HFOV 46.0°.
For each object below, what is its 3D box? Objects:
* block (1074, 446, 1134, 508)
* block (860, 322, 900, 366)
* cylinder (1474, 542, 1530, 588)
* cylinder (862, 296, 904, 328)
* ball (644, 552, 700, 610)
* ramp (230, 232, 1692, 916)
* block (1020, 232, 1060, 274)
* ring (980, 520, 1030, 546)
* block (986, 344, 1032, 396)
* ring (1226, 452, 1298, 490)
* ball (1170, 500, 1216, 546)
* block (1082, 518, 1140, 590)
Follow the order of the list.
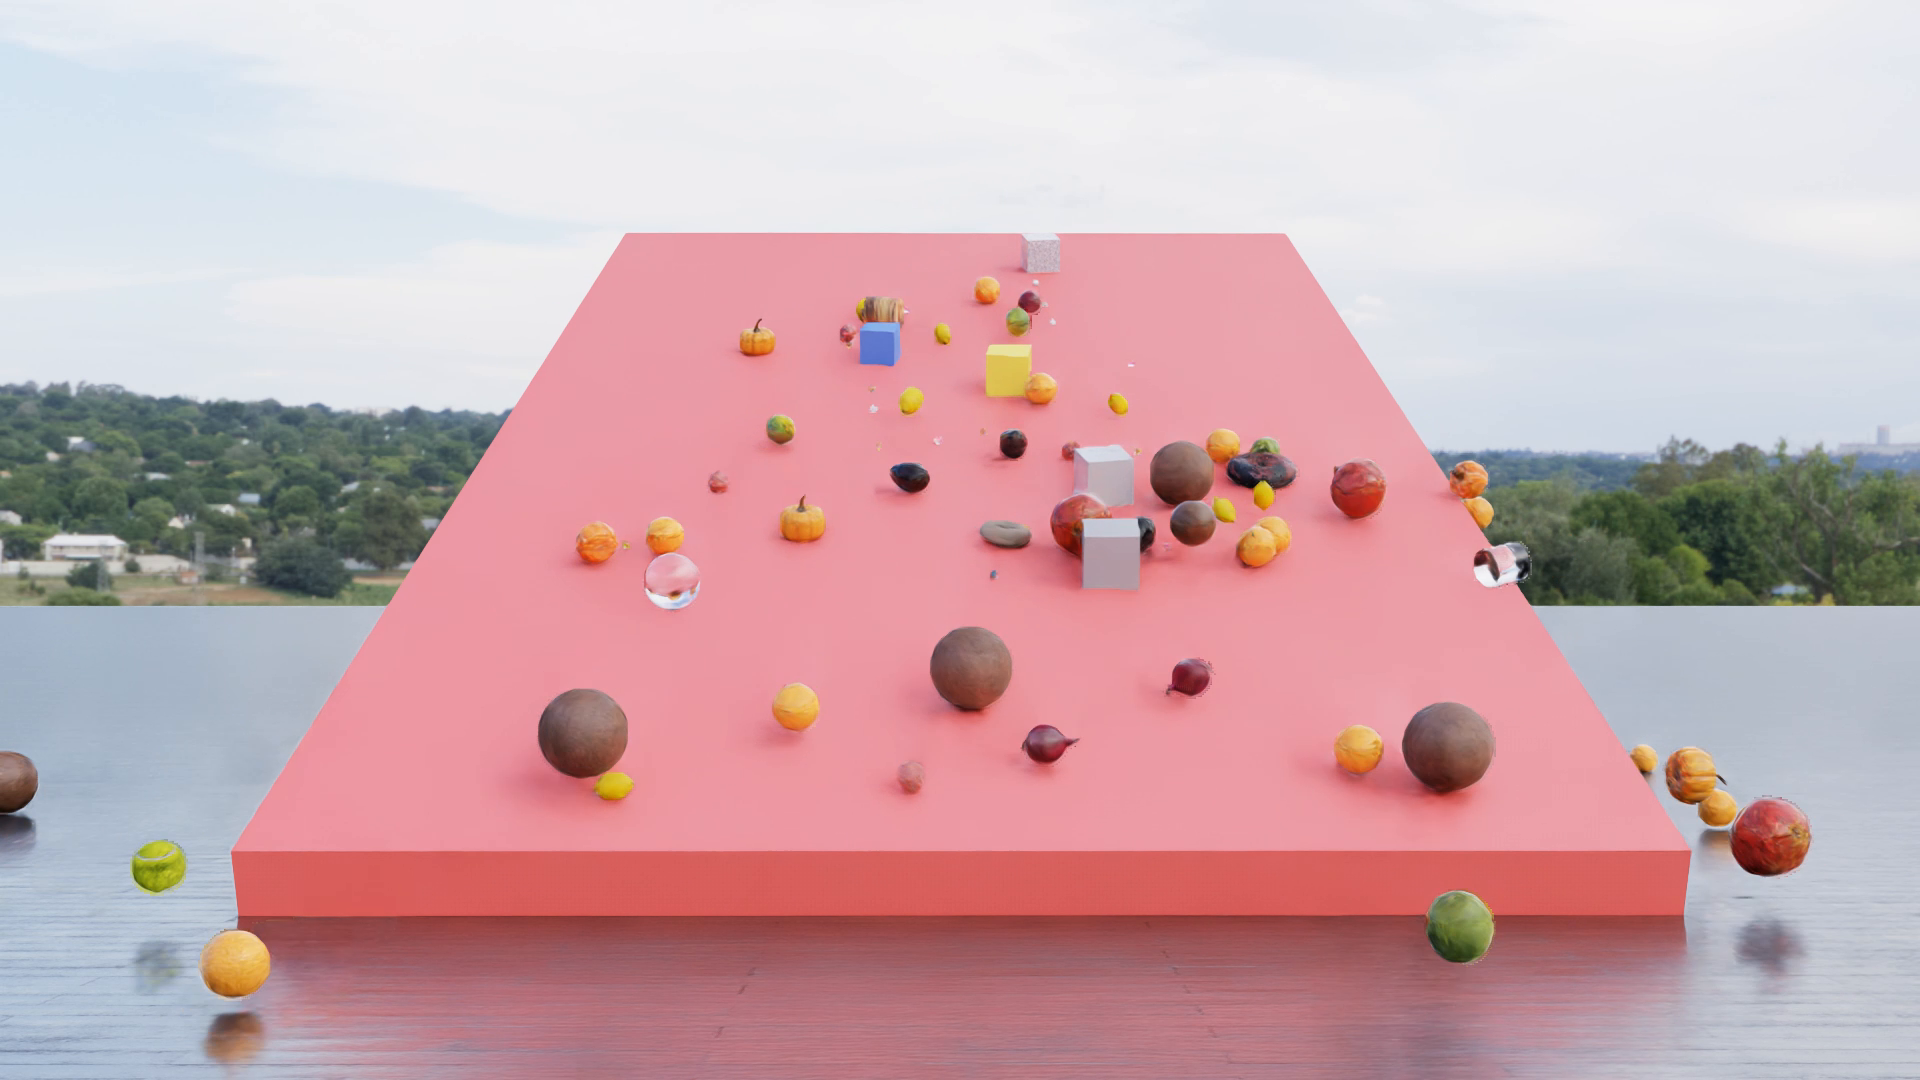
[{"bbox_3d":[0.284,-0.126,4.491,0.095,0.095,0.095,-5,20,-13],"label":"block"},{"bbox_3d":[-0.193,-0.474,5.472,0.084,0.084,0.084,3,20,9],"label":"block"},{"bbox_3d":[0.969,0.044,4.050,0.070,0.070,0.070,-13,4,-25],"label":"cylinder"},{"bbox_3d":[-0.194,-0.575,5.751,0.083,0.083,0.083,7,1,18],"label":"cylinder"},{"bbox_3d":[-0.500,0.072,3.933,0.099,0.099,0.099,0,-2,0],"label":"ball"},{"bbox_3d":[-0.005,-0.205,4.998,2.000,0.100,4.000,0,20,0],"label":"ramp"},{"bbox_3d":[0.227,-0.811,6.396,0.093,0.093,0.093,-3,20,-9],"label":"block"},{"bbox_3d":[0.086,-0.013,4.260,0.097,0.032,0.097,9,14,-2],"label":"ring"},{"bbox_3d":[0.112,-0.391,5.225,0.097,0.097,0.097,2,20,5],"label":"block"},{"bbox_3d":[0.614,-0.140,4.604,0.143,0.048,0.143,1,19,0],"label":"ring"},{"bbox_3d":[0.427,-0.031,4.144,0.086,0.086,0.086,0,-2,0],"label":"ball"},{"bbox_3d":[0.270,0.025,4.067,0.100,0.100,0.100,0,20,1],"label":"block"}]
